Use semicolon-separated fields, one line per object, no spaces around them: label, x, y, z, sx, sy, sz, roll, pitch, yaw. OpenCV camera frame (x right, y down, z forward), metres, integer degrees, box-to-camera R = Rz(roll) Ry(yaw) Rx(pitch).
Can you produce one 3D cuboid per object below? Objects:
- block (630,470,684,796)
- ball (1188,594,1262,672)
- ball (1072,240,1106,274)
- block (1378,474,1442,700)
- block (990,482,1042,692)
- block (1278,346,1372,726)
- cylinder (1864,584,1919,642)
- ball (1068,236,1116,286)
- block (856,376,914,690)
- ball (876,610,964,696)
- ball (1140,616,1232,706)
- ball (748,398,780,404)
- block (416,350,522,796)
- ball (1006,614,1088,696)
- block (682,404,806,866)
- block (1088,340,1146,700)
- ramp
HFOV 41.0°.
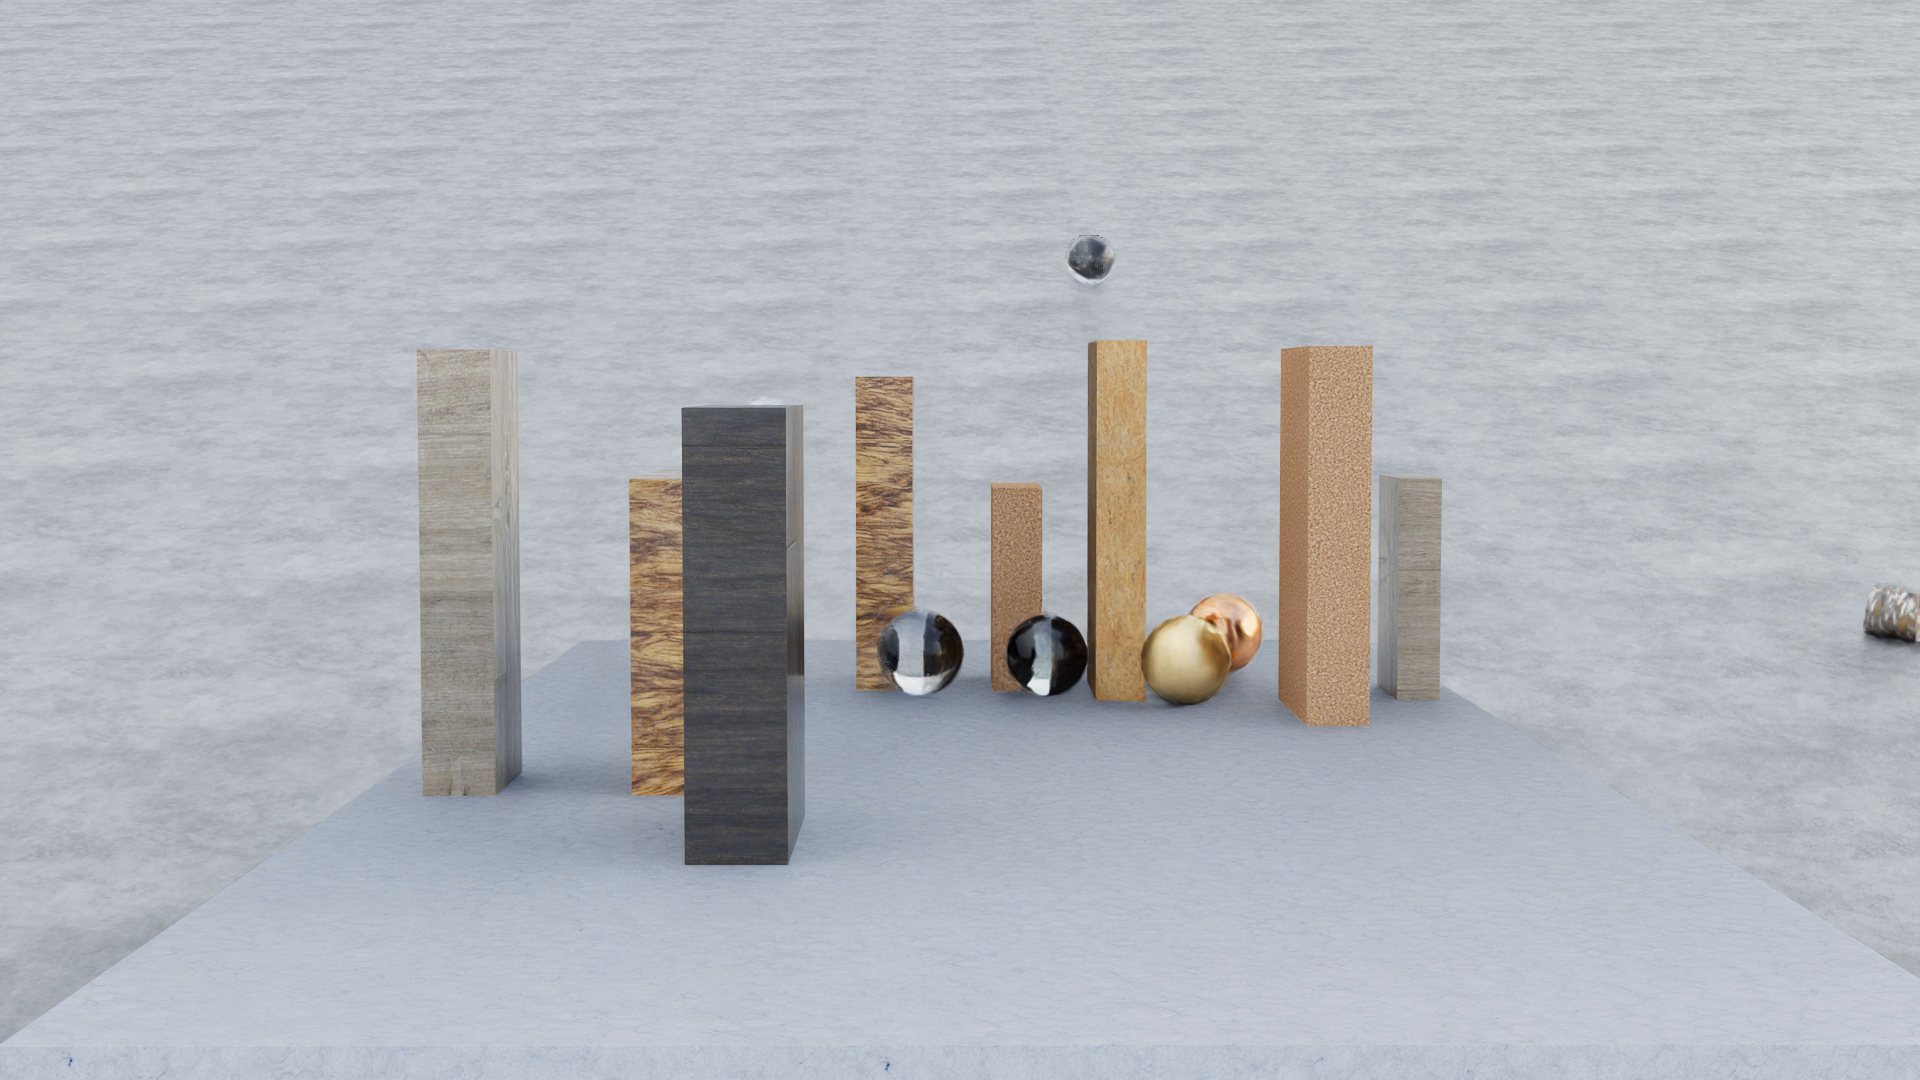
block;-0.466;0.141;4.270;0.110;0.502;0.430;0;3;0
ball;0.591;0.211;5.778;0.177;0.177;0.177;0;20;0
ball;0.521;-1.147;10.414;0.140;0.140;0.140;0;20;0
block;0.944;0.094;5.399;0.087;0.456;0.251;0;3;0
block;0.121;0.096;5.582;0.104;0.431;0.312;0;3;0
block;0.719;-0.019;5.080;0.119;0.721;0.427;0;3;0
cylinder;2.472;0.194;6.777;0.130;0.130;0.130;13;24;32
ball;0.524;-1.114;10.250;0.194;0.194;0.194;0;20;0
block;-0.161;-0.020;5.567;0.120;0.666;0.248;0;3;0
ball;-0.084;0.235;5.369;0.181;0.181;0.181;0;20;0
ball;0.457;0.244;5.199;0.182;0.182;0.182;0;20;0
ball;-0.629;-0.370;8.255;0.172;0.172;0.172;0;20;0
block;-0.793;0.046;4.168;0.115;0.705;0.251;0;3;0
ball;0.180;0.240;5.349;0.171;0.171;0.171;0;20;0
block;-0.304;0.119;3.659;0.140;0.619;0.399;0;3;0
block;0.330;-0.050;5.442;0.102;0.739;0.360;0;3;0
ramp;0.047;0.426;4.533;2.000;0.100;4.000;0;3;0
